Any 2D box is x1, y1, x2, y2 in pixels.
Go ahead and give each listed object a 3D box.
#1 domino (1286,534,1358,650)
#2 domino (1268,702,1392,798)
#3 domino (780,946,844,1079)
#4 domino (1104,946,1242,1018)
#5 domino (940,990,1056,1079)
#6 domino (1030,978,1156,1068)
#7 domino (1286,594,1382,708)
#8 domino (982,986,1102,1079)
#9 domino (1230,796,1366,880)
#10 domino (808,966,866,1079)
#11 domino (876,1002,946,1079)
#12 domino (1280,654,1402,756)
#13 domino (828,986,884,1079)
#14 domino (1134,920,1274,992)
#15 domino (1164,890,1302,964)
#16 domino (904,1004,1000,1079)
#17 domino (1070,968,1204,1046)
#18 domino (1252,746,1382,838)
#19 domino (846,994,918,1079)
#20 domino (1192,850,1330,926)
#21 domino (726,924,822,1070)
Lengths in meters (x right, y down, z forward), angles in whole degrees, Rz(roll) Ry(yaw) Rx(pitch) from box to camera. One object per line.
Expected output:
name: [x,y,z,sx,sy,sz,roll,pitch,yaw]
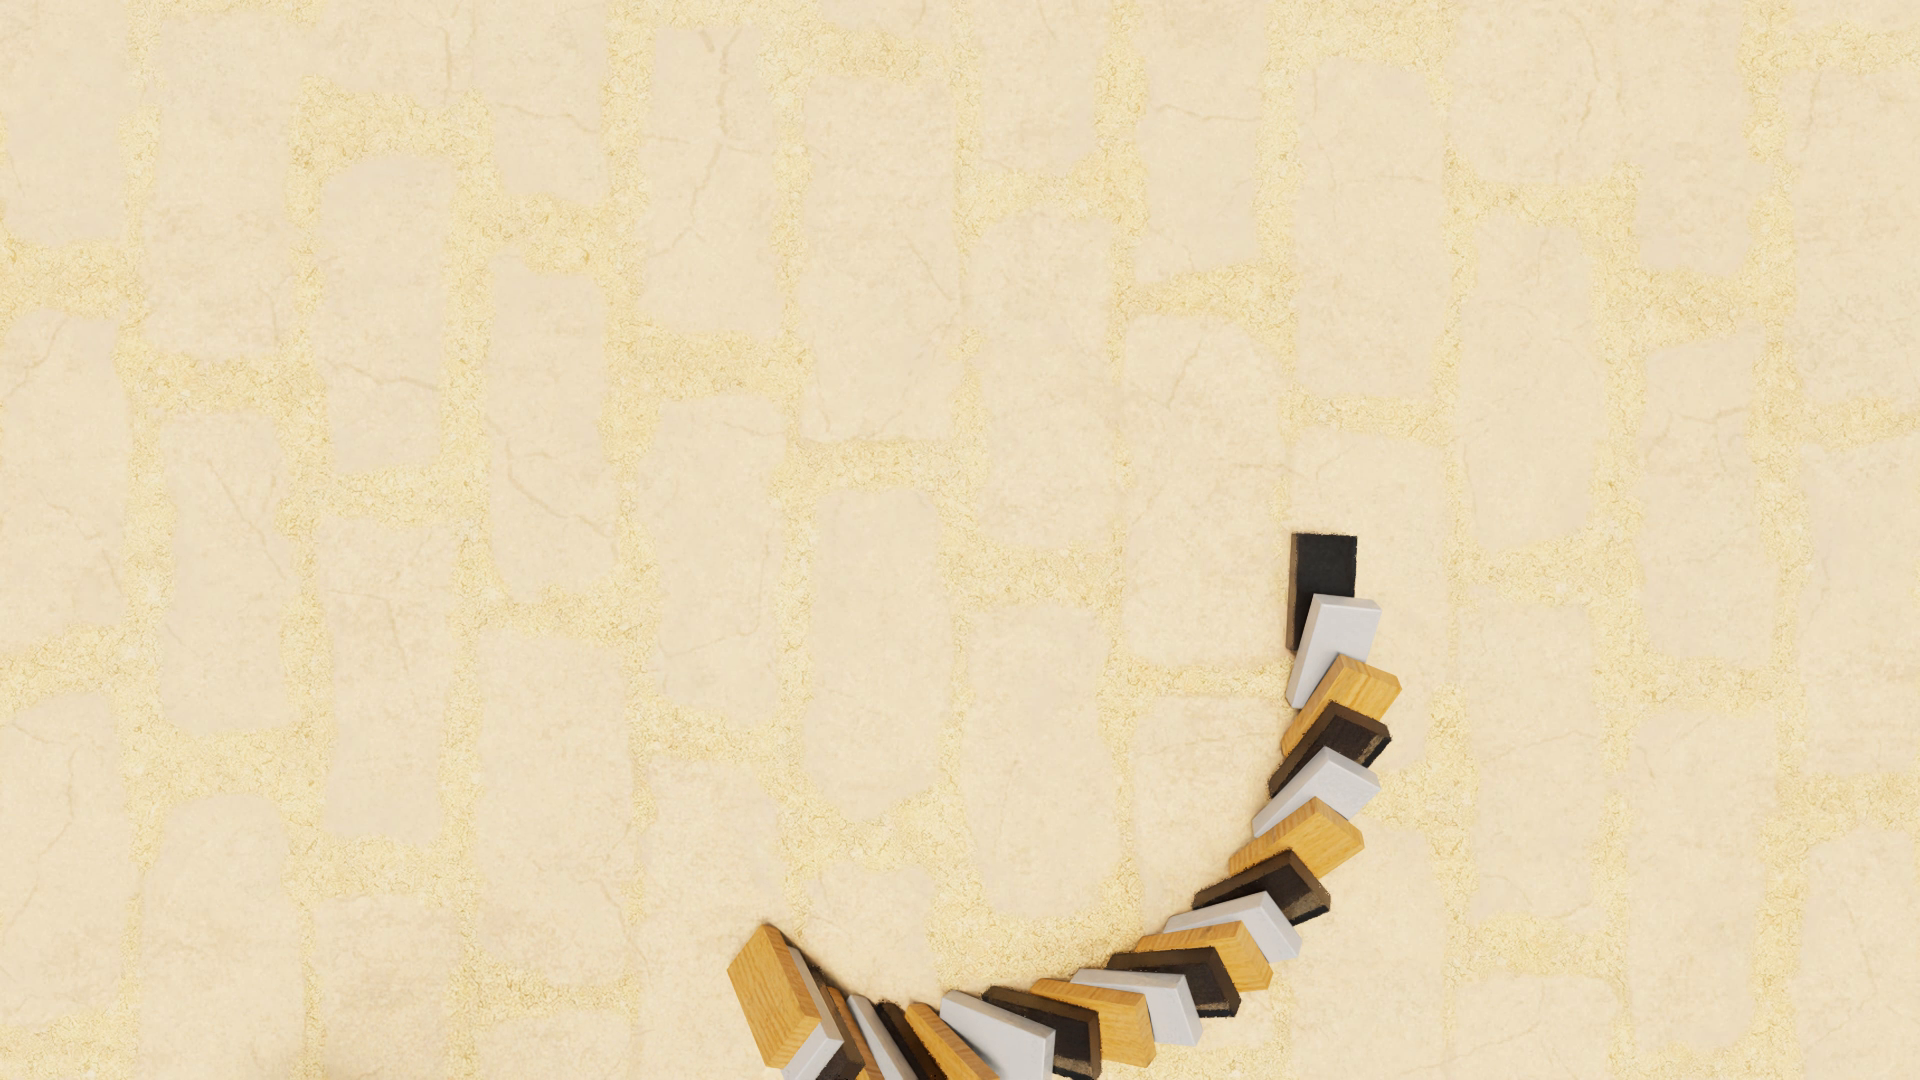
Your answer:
domino: [0.156,0.023,0.395,0.025,0.009,0.050,3,90,0]
domino: [0.154,0.093,0.384,0.025,0.010,0.050,24,119,-1]
domino: [-0.069,0.196,0.378,0.010,0.050,0.025,38,90,-39]
domino: [0.088,0.185,0.380,0.050,0.010,0.025,-25,93,38]
domino: [0.015,0.210,0.383,0.050,0.009,0.025,4,90,33]
domino: [0.055,0.200,0.381,0.050,0.009,0.025,-11,90,36]
domino: [0.157,0.048,0.385,0.025,0.009,0.050,6,114,-1]
domino: [0.033,0.206,0.383,0.050,0.009,0.025,-3,90,33]
domino: [0.140,0.131,0.383,0.025,0.009,0.050,38,118,-4]
domino: [-0.060,0.205,0.378,0.025,0.050,0.009,-52,129,0]
domino: [-0.024,0.219,0.378,0.009,0.050,0.025,32,90,-39]
domino: [0.159,0.074,0.384,0.025,0.010,0.050,21,118,0]
domino: [-0.051,0.213,0.378,0.025,0.050,0.010,-52,129,0]
domino: [0.100,0.175,0.381,0.050,0.010,0.025,-31,92,38]
domino: [0.113,0.165,0.381,0.050,0.009,0.025,-36,90,38]
domino: [-0.007,0.218,0.378,0.010,0.050,0.025,19,90,-41]
domino: [0.073,0.194,0.381,0.050,0.009,0.025,-17,94,37]
domino: [0.148,0.111,0.383,0.025,0.010,0.050,28,118,-4]
domino: [-0.037,0.216,0.378,0.010,0.050,0.025,32,90,-39]
domino: [0.125,0.151,0.383,0.025,0.009,0.050,49,121,0]
domino: [-0.077,0.187,0.378,0.009,0.050,0.025,38,90,-39]
